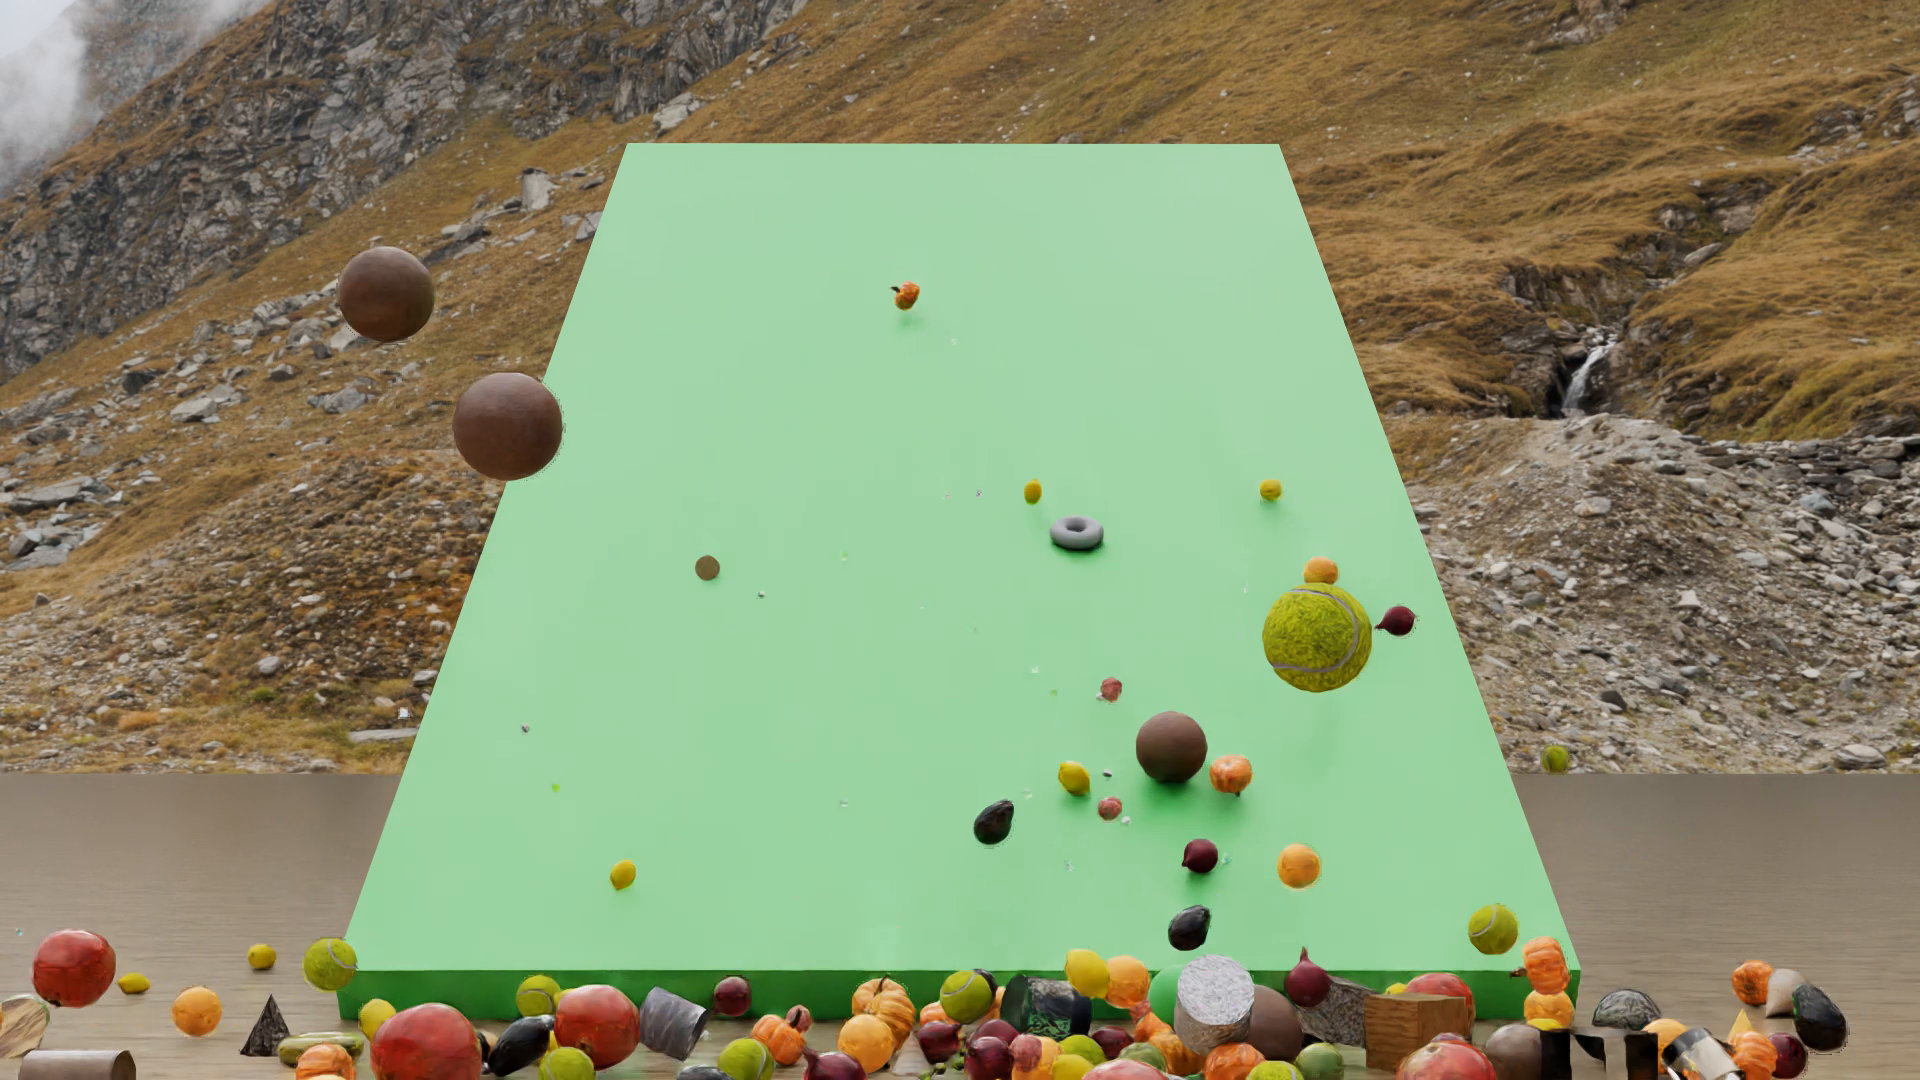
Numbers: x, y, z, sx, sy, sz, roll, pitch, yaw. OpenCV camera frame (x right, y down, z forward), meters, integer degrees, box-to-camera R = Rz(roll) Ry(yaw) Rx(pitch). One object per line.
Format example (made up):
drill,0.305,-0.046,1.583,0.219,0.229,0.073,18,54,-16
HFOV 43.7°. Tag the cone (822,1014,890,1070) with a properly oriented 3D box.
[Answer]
cone,-0.149,0.695,3.228,0.083,0.083,0.083,-26,-2,-8

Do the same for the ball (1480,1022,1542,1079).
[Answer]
ball,0.677,0.632,2.890,0.096,0.096,0.096,0,-5,0

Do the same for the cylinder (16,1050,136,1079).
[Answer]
cylinder,-0.964,0.606,2.610,0.099,0.099,0.099,0,-5,-1

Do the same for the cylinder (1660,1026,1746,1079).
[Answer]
cylinder,0.874,0.622,2.814,0.068,0.068,0.068,3,34,-32

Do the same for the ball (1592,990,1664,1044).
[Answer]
ball,0.936,0.678,3.353,0.096,0.096,0.096,0,-5,0

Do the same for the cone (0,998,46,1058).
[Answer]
cone,-1.330,0.712,3.411,0.090,0.090,0.090,0,-32,4

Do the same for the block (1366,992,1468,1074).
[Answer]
block,0.620,0.669,3.248,0.096,0.096,0.096,4,-7,-36

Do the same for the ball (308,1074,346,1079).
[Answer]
ball,-0.661,0.601,2.492,0.087,0.087,0.087,0,-5,0

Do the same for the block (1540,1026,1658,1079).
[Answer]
block,0.757,0.629,2.830,0.095,0.095,0.095,4,-7,-36

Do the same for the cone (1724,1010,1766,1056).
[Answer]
cone,1.120,0.702,3.424,0.063,0.063,0.063,0,-5,0

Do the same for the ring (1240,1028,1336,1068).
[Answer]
ring,0.451,0.698,3.291,0.131,0.044,0.131,4,-7,1

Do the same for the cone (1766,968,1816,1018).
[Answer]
cone,1.342,0.761,3.923,0.087,0.087,0.087,-29,13,-36

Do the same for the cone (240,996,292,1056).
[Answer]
cone,-0.986,0.692,3.424,0.083,0.083,0.083,0,-5,0

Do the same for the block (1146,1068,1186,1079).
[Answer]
block,0.217,0.603,2.522,0.055,0.055,0.055,13,39,22

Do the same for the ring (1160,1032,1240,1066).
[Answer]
ring,0.332,0.705,3.319,0.112,0.037,0.112,1,-5,0

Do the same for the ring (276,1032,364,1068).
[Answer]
ring,-0.882,0.702,3.300,0.117,0.039,0.117,-1,-5,0

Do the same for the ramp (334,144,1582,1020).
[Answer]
ramp,-0.012,-0.220,5.616,2.000,0.100,4.000,0,28,0

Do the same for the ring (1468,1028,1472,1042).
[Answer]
ring,0.722,0.733,3.557,0.078,0.026,0.078,1,-6,0

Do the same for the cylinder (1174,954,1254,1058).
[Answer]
cylinder,0.313,0.575,2.951,0.094,0.094,0.094,0,-37,3

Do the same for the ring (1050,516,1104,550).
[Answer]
ring,0.250,-0.016,5.097,0.115,0.038,0.115,1,27,0

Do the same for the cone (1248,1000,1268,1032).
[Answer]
cone,0.443,0.725,3.551,0.060,0.060,0.060,42,2,10

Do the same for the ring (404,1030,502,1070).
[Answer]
ring,-0.694,0.698,3.278,0.134,0.045,0.134,1,-6,0

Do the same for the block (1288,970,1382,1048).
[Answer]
block,0.515,0.645,3.293,0.079,0.079,0.079,17,-3,-29

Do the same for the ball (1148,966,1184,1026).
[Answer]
ball,0.279,0.582,3.053,0.077,0.077,0.077,0,-5,0

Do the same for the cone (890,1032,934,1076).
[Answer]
cone,-0.064,0.682,3.186,0.058,0.058,0.058,0,-5,0

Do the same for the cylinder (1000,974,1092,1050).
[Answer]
cylinder,0.116,0.640,3.238,0.091,0.091,0.091,12,-10,-24

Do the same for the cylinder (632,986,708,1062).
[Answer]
cylinder,-0.394,0.657,3.248,0.077,0.077,0.077,23,-2,8
